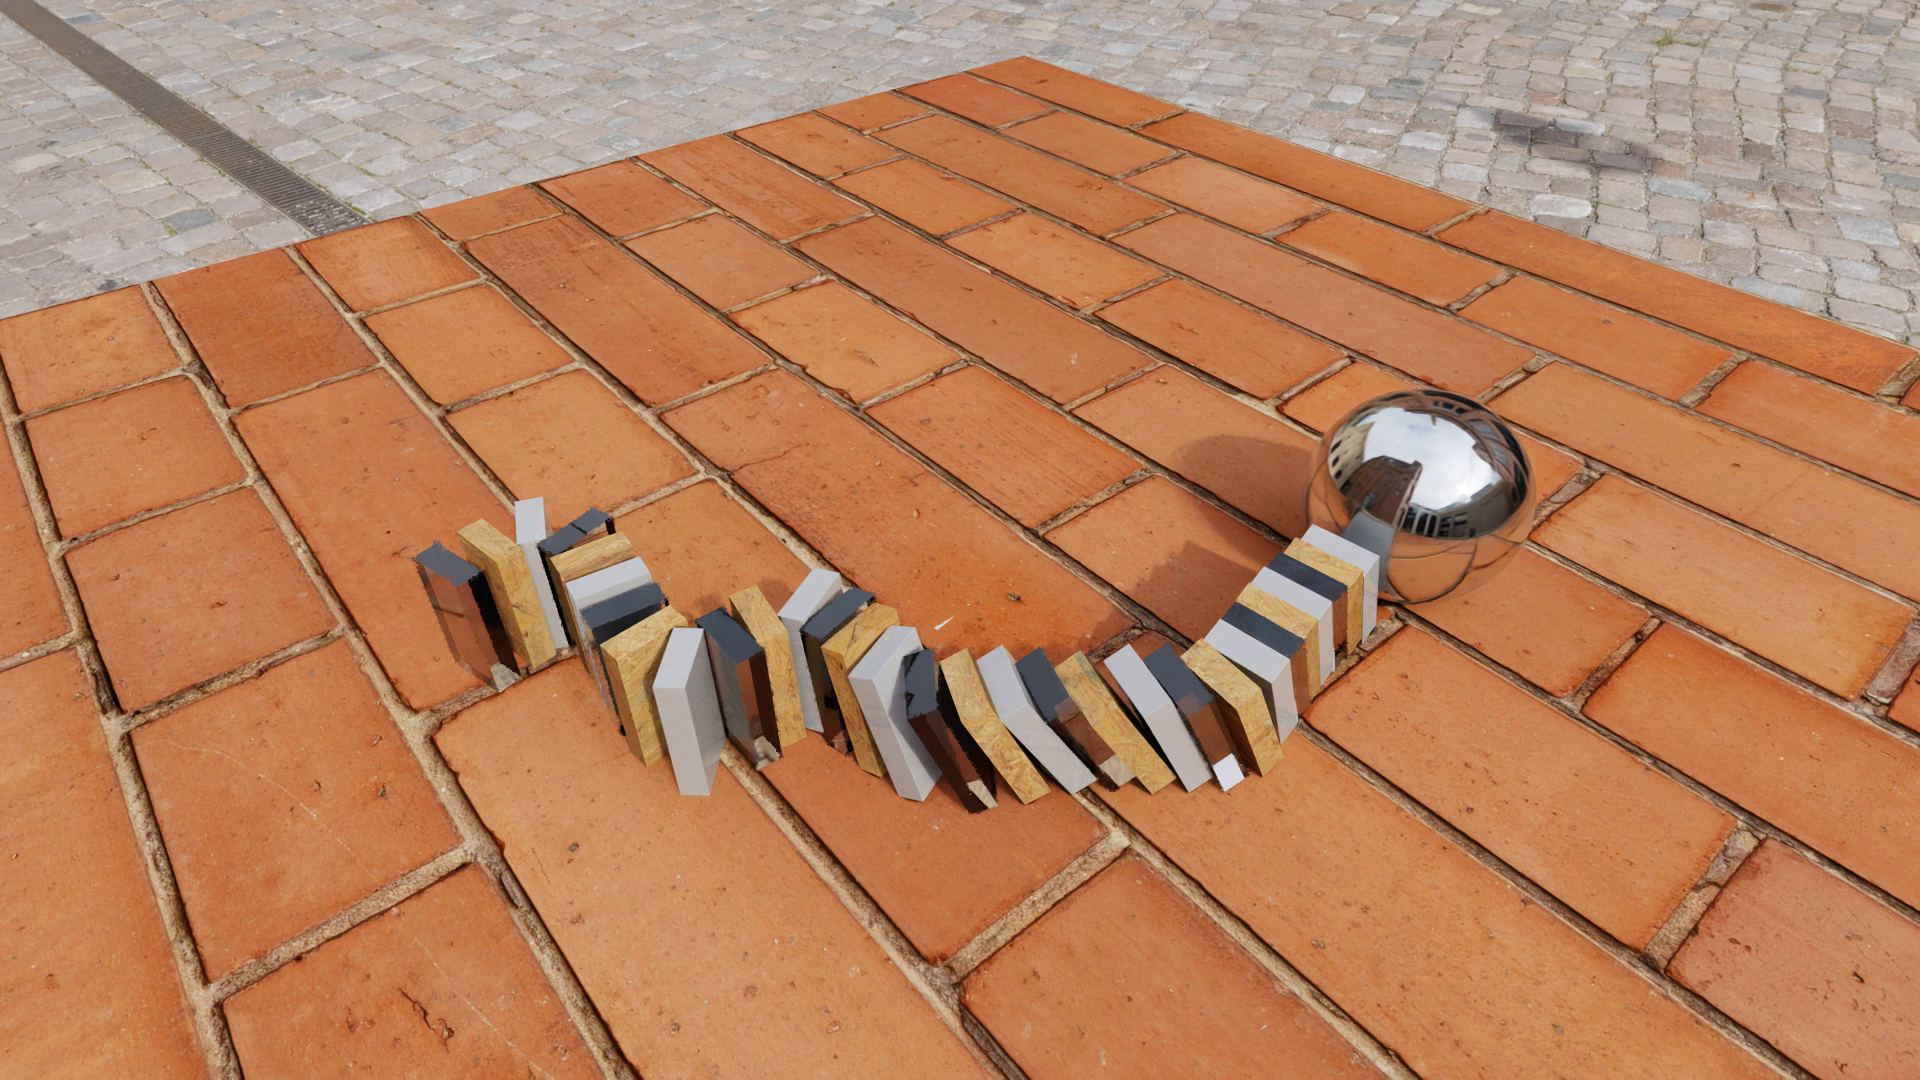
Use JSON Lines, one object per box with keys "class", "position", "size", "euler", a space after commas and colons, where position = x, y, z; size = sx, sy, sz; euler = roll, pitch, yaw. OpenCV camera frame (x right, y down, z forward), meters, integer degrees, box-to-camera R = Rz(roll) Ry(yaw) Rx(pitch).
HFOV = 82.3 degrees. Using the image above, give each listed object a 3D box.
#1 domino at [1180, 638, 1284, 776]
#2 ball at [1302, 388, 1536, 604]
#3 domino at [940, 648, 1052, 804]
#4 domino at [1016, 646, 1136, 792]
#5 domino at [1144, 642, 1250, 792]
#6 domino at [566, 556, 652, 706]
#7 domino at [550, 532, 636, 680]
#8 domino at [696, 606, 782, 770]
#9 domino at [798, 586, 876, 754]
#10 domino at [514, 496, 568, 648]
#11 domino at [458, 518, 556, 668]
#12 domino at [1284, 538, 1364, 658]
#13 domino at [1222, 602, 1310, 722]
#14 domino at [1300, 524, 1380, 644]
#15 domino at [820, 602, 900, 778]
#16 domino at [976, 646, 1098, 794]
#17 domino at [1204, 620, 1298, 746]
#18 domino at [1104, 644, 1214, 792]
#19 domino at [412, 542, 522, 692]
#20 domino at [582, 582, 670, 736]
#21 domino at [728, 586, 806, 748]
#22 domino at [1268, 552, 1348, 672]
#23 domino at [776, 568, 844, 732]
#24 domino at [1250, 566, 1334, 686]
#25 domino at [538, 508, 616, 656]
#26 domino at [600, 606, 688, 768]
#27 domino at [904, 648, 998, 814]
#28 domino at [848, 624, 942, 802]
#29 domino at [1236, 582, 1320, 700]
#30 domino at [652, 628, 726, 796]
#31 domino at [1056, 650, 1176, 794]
{"class": "domino", "position": [0.086, 0.053, 0.347], "size": [0.010, 0.050, 0.025], "euler": [-40, 49, -6]}
{"class": "ball", "position": [0.169, -0.016, 0.407], "size": [0.080, 0.080, 0.080], "euler": [0, 39, 0]}
{"class": "domino", "position": [0.011, 0.058, 0.341], "size": [0.010, 0.050, 0.025], "euler": [-29, 42, 4]}
{"class": "domino", "position": [0.037, 0.057, 0.344], "size": [0.010, 0.050, 0.025], "euler": [-36, 43, 5]}
{"class": "domino", "position": [0.074, 0.056, 0.344], "size": [0.010, 0.050, 0.025], "euler": [-34, 45, -1]}
{"class": "domino", "position": [-0.114, 0.032, 0.373], "size": [0.025, 0.050, 0.010], "euler": [-22, 44, -25]}
{"class": "domino", "position": [-0.123, 0.023, 0.383], "size": [0.025, 0.050, 0.010], "euler": [-24, 45, -26]}
{"class": "domino", "position": [-0.070, 0.048, 0.353], "size": [0.009, 0.050, 0.025], "euler": [-28, 47, -30]}
{"class": "domino", "position": [-0.036, 0.043, 0.358], "size": [0.009, 0.050, 0.025], "euler": [20, 43, 33]}
{"class": "domino", "position": [-0.149, 0.012, 0.396], "size": [0.010, 0.050, 0.025], "euler": [-12, 41, -14]}
{"class": "domino", "position": [-0.159, 0.019, 0.388], "size": [0.025, 0.050, 0.009], "euler": [29, 47, 30]}
{"class": "domino", "position": [0.127, 0.021, 0.386], "size": [0.025, 0.050, 0.010], "euler": [31, 73, 32]}
{"class": "domino", "position": [0.101, 0.041, 0.361], "size": [0.025, 0.050, 0.009], "euler": [32, 73, 33]}
{"class": "domino", "position": [0.135, 0.016, 0.392], "size": [0.025, 0.050, 0.009], "euler": [31, 73, 32]}
{"class": "domino", "position": [-0.026, 0.048, 0.352], "size": [0.009, 0.050, 0.025], "euler": [13, 39, 38]}
{"class": "domino", "position": [0.024, 0.057, 0.344], "size": [0.009, 0.050, 0.025], "euler": [-33, 41, 8]}
{"class": "domino", "position": [0.094, 0.047, 0.355], "size": [0.025, 0.050, 0.010], "euler": [32, 73, 33]}
{"class": "domino", "position": [0.062, 0.056, 0.343], "size": [0.010, 0.050, 0.025], "euler": [-34, 44, 1]}
{"class": "domino", "position": [-0.169, 0.027, 0.378], "size": [0.025, 0.050, 0.010], "euler": [24, 45, 27]}
{"class": "domino", "position": [-0.106, 0.040, 0.363], "size": [0.025, 0.050, 0.009], "euler": [-23, 45, -26]}
{"class": "domino", "position": [-0.063, 0.042, 0.360], "size": [0.009, 0.050, 0.025], "euler": [-22, 44, -22]}
{"class": "domino", "position": [0.120, 0.026, 0.381], "size": [0.025, 0.050, 0.009], "euler": [31, 73, 32]}
{"class": "domino", "position": [-0.047, 0.037, 0.365], "size": [0.009, 0.050, 0.025], "euler": [11, 39, 19]}
{"class": "domino", "position": [0.113, 0.031, 0.375], "size": [0.025, 0.050, 0.009], "euler": [31, 73, 32]}
{"class": "domino", "position": [-0.132, 0.016, 0.392], "size": [0.009, 0.050, 0.025], "euler": [22, 44, 24]}
{"class": "domino", "position": [-0.097, 0.048, 0.353], "size": [0.010, 0.050, 0.025], "euler": [32, 49, 33]}
{"class": "domino", "position": [-0.003, 0.059, 0.339], "size": [0.010, 0.050, 0.025], "euler": [-19, 39, 11]}
{"class": "domino", "position": [-0.017, 0.054, 0.345], "size": [0.009, 0.050, 0.025], "euler": [3, 35, 33]}
{"class": "domino", "position": [0.107, 0.036, 0.368], "size": [0.025, 0.050, 0.010], "euler": [31, 73, 32]}
{"class": "domino", "position": [-0.084, 0.054, 0.345], "size": [0.009, 0.050, 0.025], "euler": [2, 39, 2]}
{"class": "domino", "position": [0.049, 0.057, 0.343], "size": [0.010, 0.050, 0.025], "euler": [-36, 44, 5]}
